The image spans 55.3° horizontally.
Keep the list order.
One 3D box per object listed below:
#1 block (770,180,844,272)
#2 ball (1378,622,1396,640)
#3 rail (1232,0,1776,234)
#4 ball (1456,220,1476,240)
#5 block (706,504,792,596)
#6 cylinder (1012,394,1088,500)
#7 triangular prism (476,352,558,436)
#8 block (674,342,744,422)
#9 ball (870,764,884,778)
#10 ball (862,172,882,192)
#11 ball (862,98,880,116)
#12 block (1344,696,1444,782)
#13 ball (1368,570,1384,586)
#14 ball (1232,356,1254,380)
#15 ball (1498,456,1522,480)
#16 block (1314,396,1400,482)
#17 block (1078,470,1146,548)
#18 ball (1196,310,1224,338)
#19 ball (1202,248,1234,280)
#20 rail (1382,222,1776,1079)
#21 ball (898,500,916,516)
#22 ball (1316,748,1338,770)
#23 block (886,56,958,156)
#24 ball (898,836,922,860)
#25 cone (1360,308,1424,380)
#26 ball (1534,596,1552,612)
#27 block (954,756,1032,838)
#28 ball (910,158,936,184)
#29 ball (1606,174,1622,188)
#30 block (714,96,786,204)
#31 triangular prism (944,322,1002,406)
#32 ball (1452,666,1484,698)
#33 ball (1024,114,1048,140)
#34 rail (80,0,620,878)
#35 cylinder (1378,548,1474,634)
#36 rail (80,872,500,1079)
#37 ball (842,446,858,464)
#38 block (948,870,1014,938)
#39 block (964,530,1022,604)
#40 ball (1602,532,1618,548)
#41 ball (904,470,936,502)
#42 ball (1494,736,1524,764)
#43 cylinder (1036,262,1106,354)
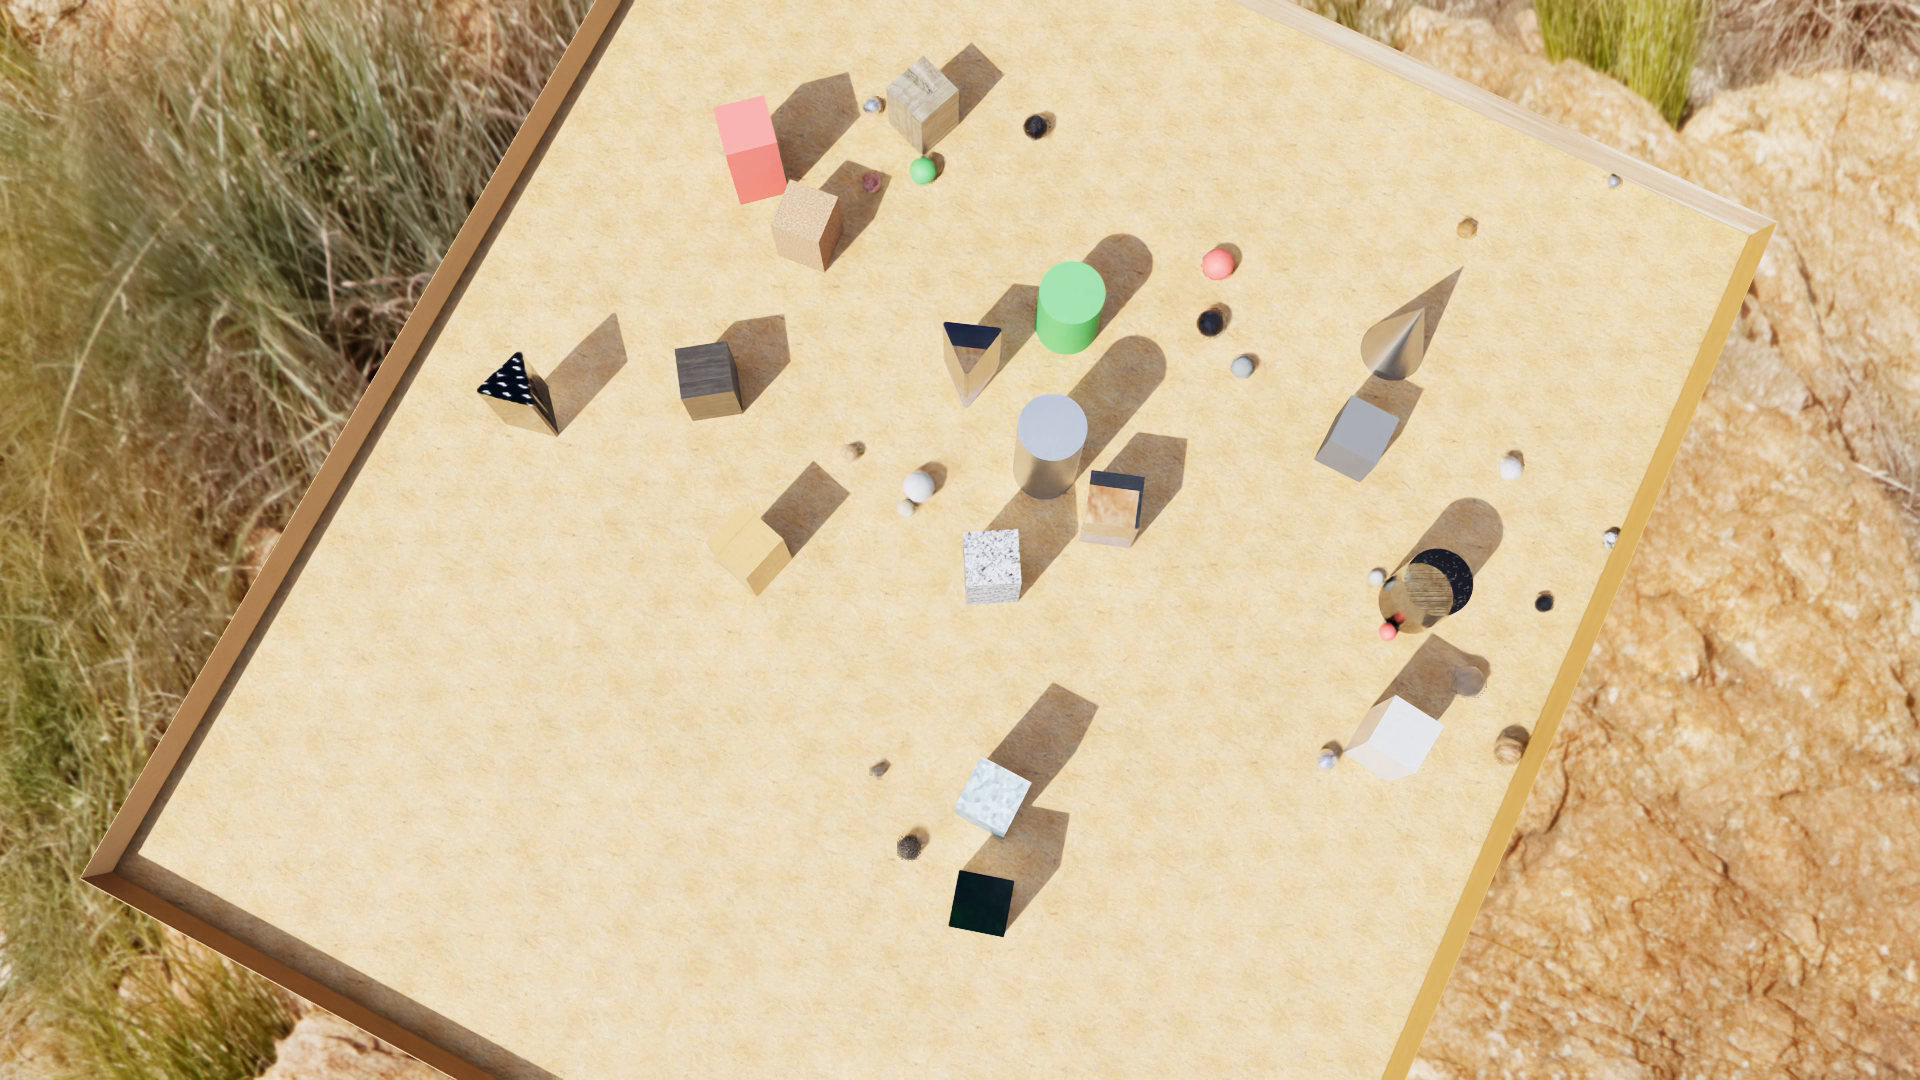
[{"bbox_3d":[-0.473,-0.971,5.684,0.158,0.262,0.158,21,79,4],"label":"block"},{"bbox_3d":[1.290,0.277,5.532,0.054,0.054,0.054,0,78,0],"label":"ball"},{"bbox_3d":[0.899,-1.753,5.913,3.645,0.129,0.045,26,80,5],"label":"rail"},{"bbox_3d":[1.599,-0.980,5.790,0.058,0.058,0.058,0,78,0],"label":"ball"},{"bbox_3d":[-0.624,0.034,5.456,0.158,0.301,0.158,41,81,8],"label":"block"},{"bbox_3d":[0.262,-0.270,5.424,0.198,0.487,0.198,0,78,0],"label":"cylinder"},{"bbox_3d":[-1.310,-0.448,5.531,0.171,0.349,0.148,15,79,3],"label":"triangular prism"},{"bbox_3d":[-0.764,-0.483,5.590,0.158,0.248,0.158,-9,78,-2],"label":"block"},{"bbox_3d":[-0.245,0.687,5.453,0.042,0.042,0.042,0,78,0],"label":"ball"},{"bbox_3d":[-0.281,-1.134,5.819,0.063,0.063,0.063,0,78,0],"label":"ball"},{"bbox_3d":[-0.284,-1.389,5.875,0.057,0.057,0.057,0,78,0],"label":"ball"},{"bbox_3d":[1.255,0.580,5.323,0.158,0.340,0.158,33,80,6],"label":"block"},{"bbox_3d":[1.264,0.117,5.568,0.048,0.048,0.048,0,78,0],"label":"ball"},{"bbox_3d":[0.877,-0.534,5.692,0.070,0.070,0.070,0,78,0],"label":"ball"},{"bbox_3d":[1.689,-0.221,5.627,0.069,0.069,0.069,0,78,0],"label":"ball"},{"bbox_3d":[1.201,-0.305,5.558,0.158,0.238,0.158,28,80,5],"label":"block"},{"bbox_3d":[0.453,-0.090,5.492,0.158,0.280,0.158,8,78,2],"label":"block"},{"bbox_3d":[0.781,-0.675,5.712,0.087,0.087,0.087,0,78,0],"label":"ball"},{"bbox_3d":[0.807,-0.863,5.745,0.099,0.099,0.099,0,78,0],"label":"ball"},{"bbox_3d":[1.609,0.795,5.385,0.045,0.129,4.067,26,80,5],"label":"rail"},{"bbox_3d":[-0.163,-0.097,5.610,0.053,0.053,0.053,0,78,0],"label":"ball"},{"bbox_3d":[1.091,0.653,5.449,0.064,0.064,0.064,0,78,0],"label":"ball"},{"bbox_3d":[-0.116,-1.364,5.768,0.158,0.255,0.158,-43,81,-8],"label":"block"},{"bbox_3d":[-0.148,0.905,5.394,0.069,0.069,0.069,0,78,0],"label":"ball"},{"bbox_3d":[1.353,-0.636,5.537,0.198,0.414,0.198,0,78,0],"label":"cone"},{"bbox_3d":[1.766,0.194,5.550,0.052,0.052,0.052,0,78,0],"label":"ball"},{"bbox_3d":[0.092,0.745,5.270,0.158,0.376,0.158,27,80,5],"label":"block"},{"bbox_3d":[-0.119,-1.172,5.816,0.085,0.085,0.085,0,78,0],"label":"ball"},{"bbox_3d":[2.081,-1.141,5.830,0.044,0.044,0.044,0,78,0],"label":"ball"},{"bbox_3d":[-0.643,-1.201,5.668,0.158,0.387,0.158,-15,79,-3],"label":"block"},{"bbox_3d":[0.011,-0.558,5.547,0.148,0.363,0.171,36,81,7],"label":"triangular prism"},{"bbox_3d":[1.520,0.423,5.480,0.095,0.095,0.095,0,78,0],"label":"ball"},{"bbox_3d":[0.242,-1.316,5.848,0.081,0.081,0.081,0,78,0],"label":"ball"},{"bbox_3d":[-1.609,-0.781,5.712,0.045,0.129,4.067,26,80,5],"label":"rail"},{"bbox_3d":[1.372,0.155,5.413,0.198,0.336,0.198,0,78,0],"label":"cylinder"},{"bbox_3d":[-0.899,1.767,5.184,3.645,0.129,0.045,26,80,5],"label":"rail"},{"bbox_3d":[-0.339,-0.263,5.643,0.055,0.055,0.055,0,78,0],"label":"ball"},{"bbox_3d":[0.060,1.043,5.248,0.158,0.298,0.158,11,79,2],"label":"block"},{"bbox_3d":[0.093,0.083,5.436,0.158,0.320,0.158,-3,78,-1],"label":"block"},{"bbox_3d":[1.985,0.001,5.590,0.052,0.052,0.052,0,78,0],"label":"ball"},{"bbox_3d":[-0.124,-0.164,5.601,0.098,0.098,0.098,0,78,0],"label":"ball"},{"bbox_3d":[1.630,0.624,5.444,0.086,0.086,0.086,0,78,0],"label":"ball"},{"bbox_3d":[0.335,-0.707,5.609,0.198,0.302,0.198,0,78,0],"label":"cylinder"}]
